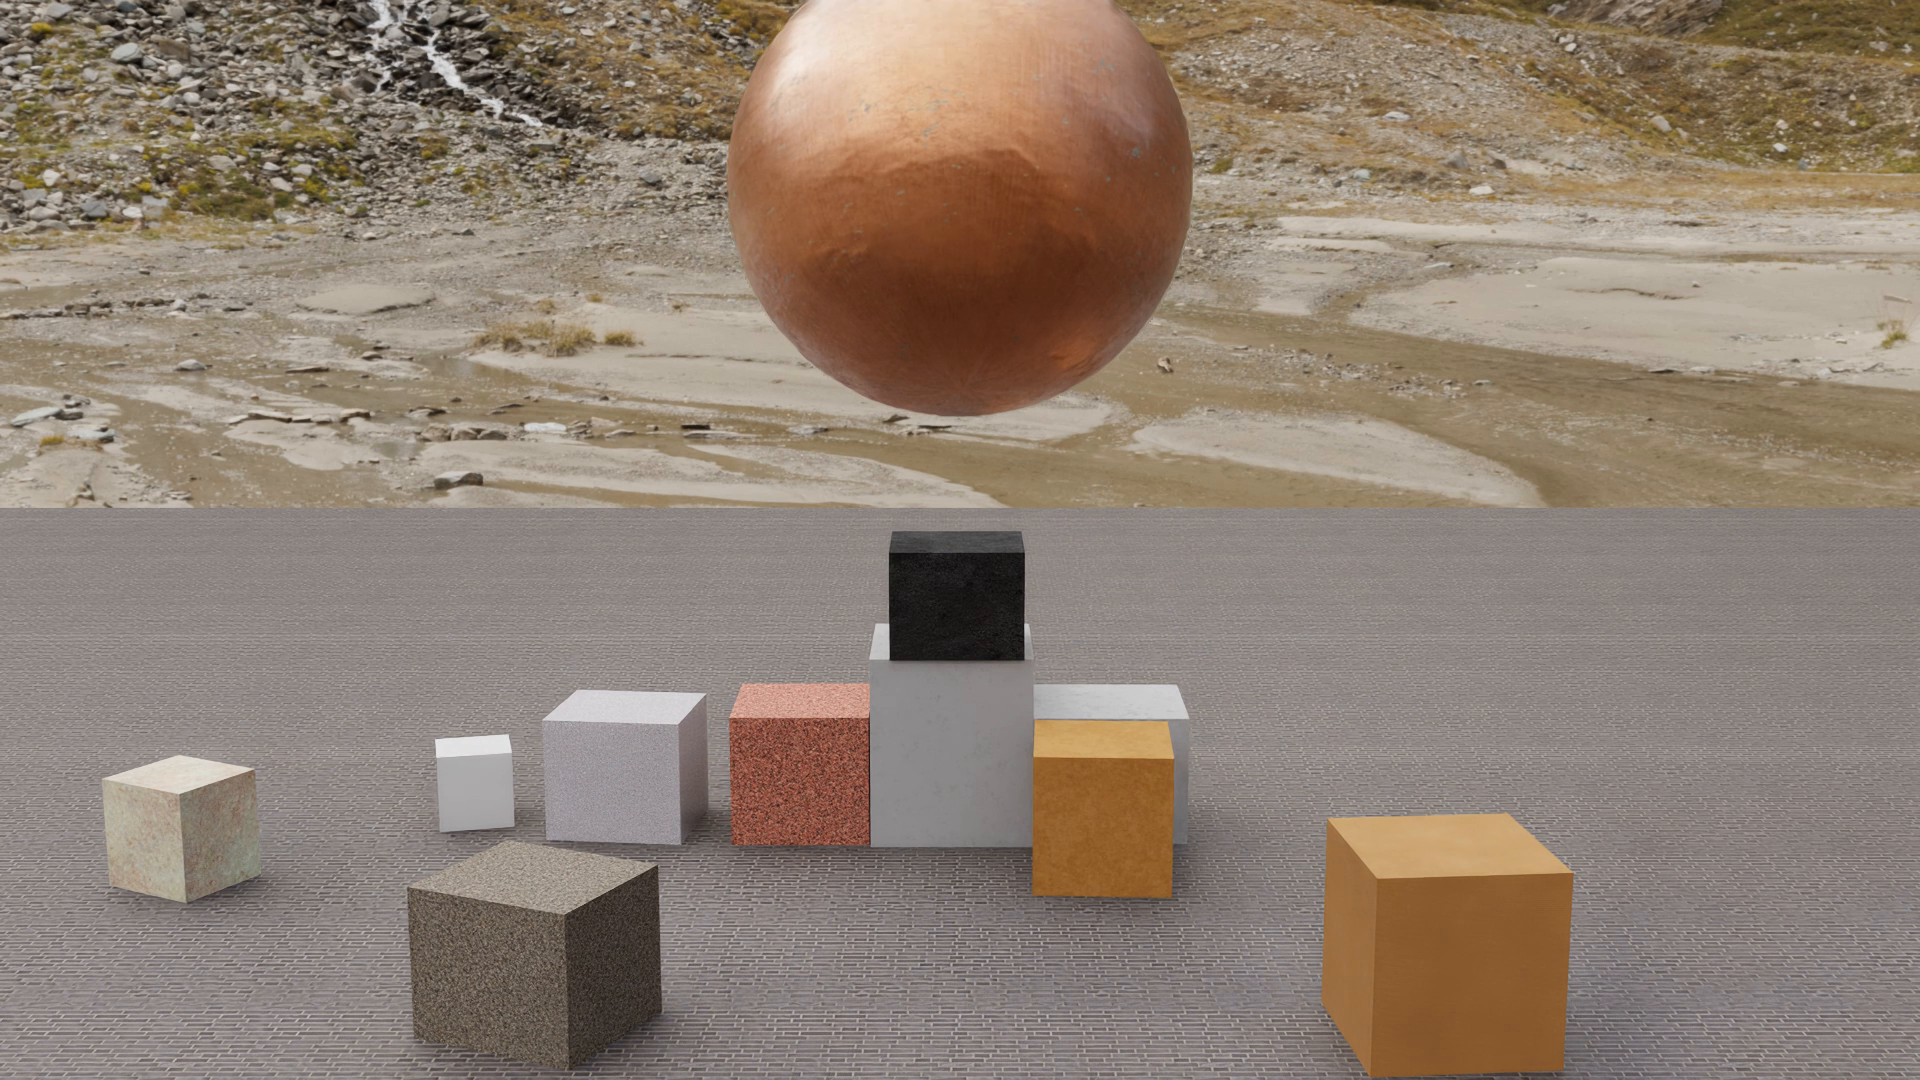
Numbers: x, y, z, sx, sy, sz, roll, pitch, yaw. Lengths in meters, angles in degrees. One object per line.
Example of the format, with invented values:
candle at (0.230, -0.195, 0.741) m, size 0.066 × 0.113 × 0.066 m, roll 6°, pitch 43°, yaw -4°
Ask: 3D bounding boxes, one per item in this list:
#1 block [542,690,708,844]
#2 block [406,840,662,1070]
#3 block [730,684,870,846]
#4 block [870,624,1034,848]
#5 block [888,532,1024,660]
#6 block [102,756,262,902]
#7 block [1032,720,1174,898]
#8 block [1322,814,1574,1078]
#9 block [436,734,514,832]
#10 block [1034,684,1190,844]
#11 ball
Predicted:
block at (-1.720, 1.167, 11.390) m, size 0.699 × 0.628 × 0.627 m, roll 1°, pitch 10°, yaw 6°
block at (-1.691, 1.641, 8.792) m, size 0.742 × 0.626 × 0.647 m, roll 5°, pitch 11°, yaw 25°
block at (-0.805, 1.151, 11.387) m, size 0.696 × 0.662 × 0.706 m, roll 0°, pitch 10°, yaw 0°
block at (-0.041, 0.995, 11.378) m, size 0.816 × 0.971 × 0.816 m, roll 0°, pitch 10°, yaw 0°
block at (-0.016, 0.275, 11.116) m, size 0.667 × 0.541 × 0.603 m, roll 0°, pitch 10°, yaw 0°
block at (-3.723, 1.375, 10.529) m, size 0.512 × 0.528 × 0.467 m, roll 6°, pitch 12°, yaw 28°
block at (0.683, 1.286, 10.604) m, size 0.654 × 0.676 × 0.666 m, roll 0°, pitch 10°, yaw 3°
block at (1.899, 1.580, 8.671) m, size 0.753 × 0.790 × 0.746 m, roll -1°, pitch 10°, yaw -5°
block at (-2.536, 1.267, 11.488) m, size 0.378 × 0.396 × 0.364 m, roll -3°, pitch 11°, yaw -14°
block at (0.762, 1.152, 11.402) m, size 0.778 × 0.653 × 0.698 m, roll 0°, pitch 10°, yaw 0°
ball at (0.000, -1.223, 7.561) m, size 1.600 × 1.600 × 1.600 m, roll 0°, pitch 10°, yaw 0°
